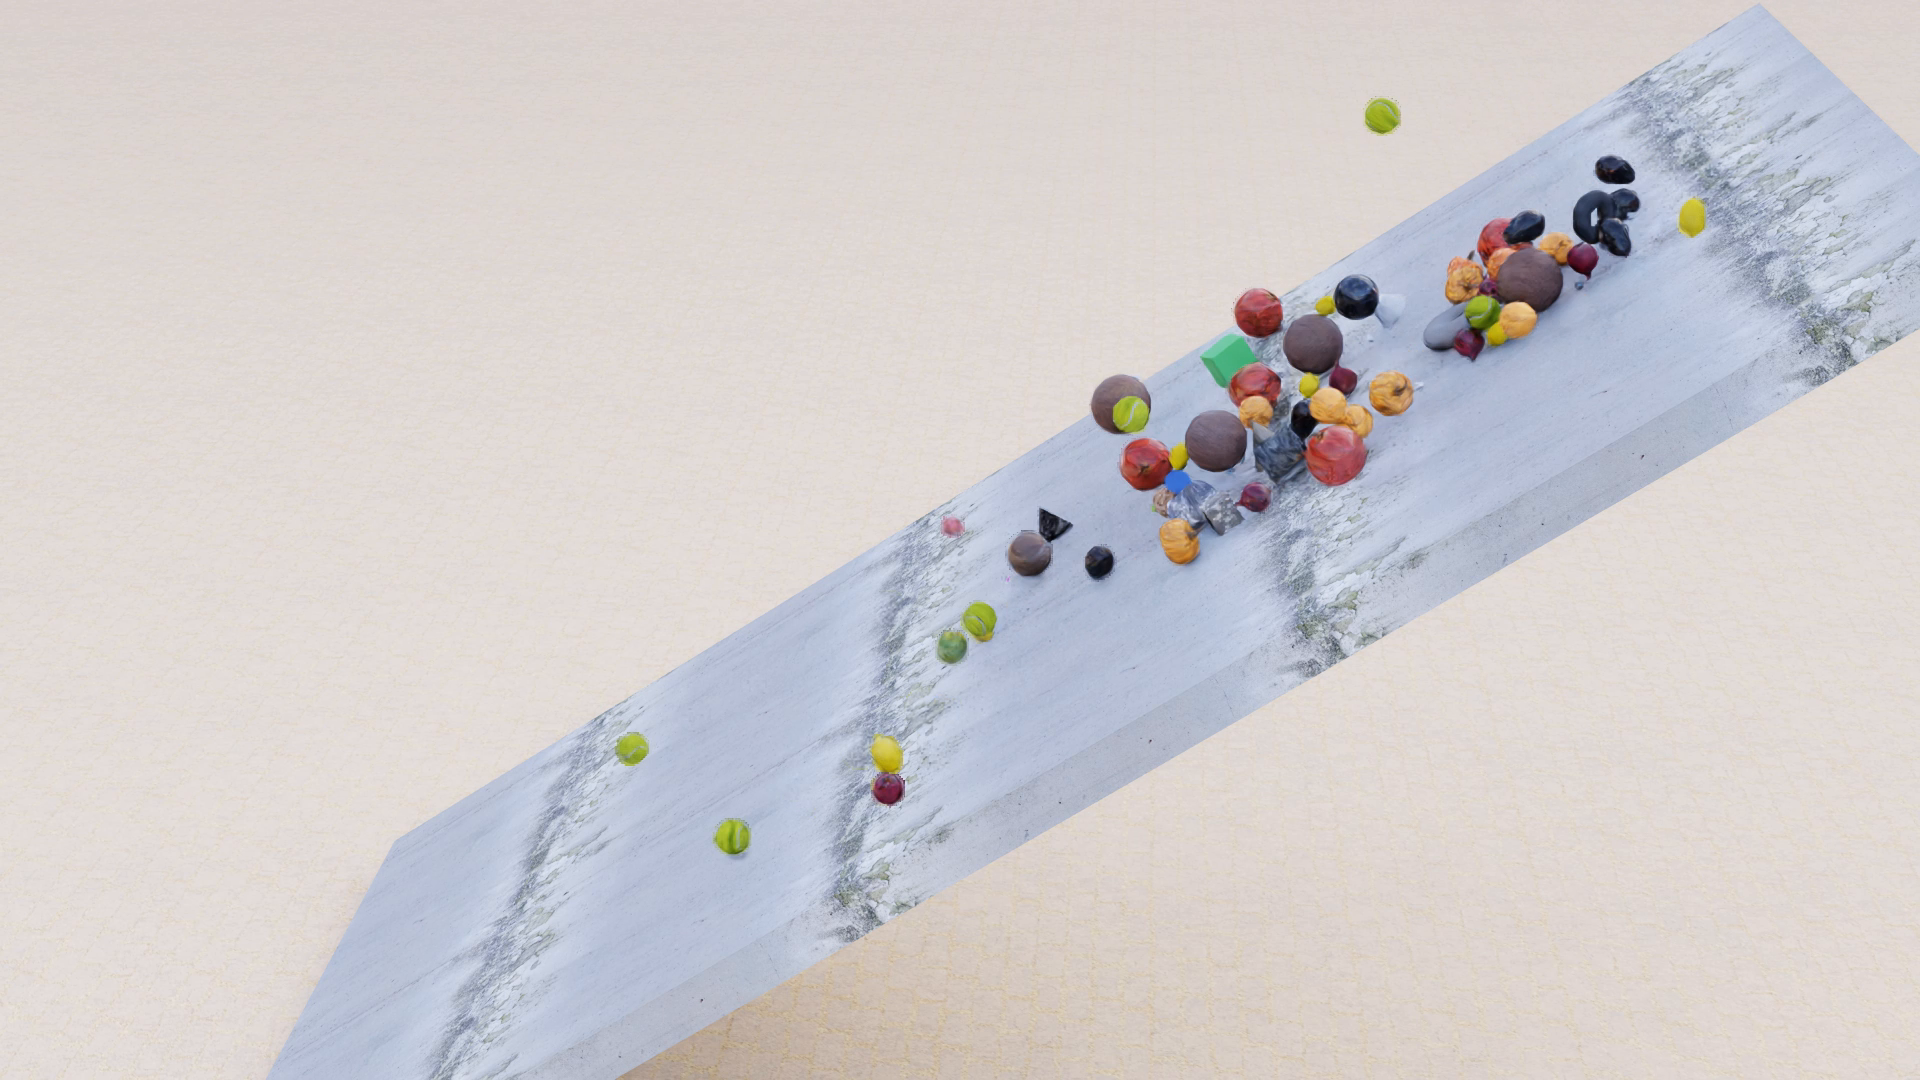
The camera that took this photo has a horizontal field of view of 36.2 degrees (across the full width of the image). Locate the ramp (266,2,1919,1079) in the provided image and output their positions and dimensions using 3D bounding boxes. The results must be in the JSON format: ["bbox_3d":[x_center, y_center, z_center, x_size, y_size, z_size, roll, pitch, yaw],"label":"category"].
[{"bbox_3d":[0.138,0.172,6.299,4.000,0.100,2.000,-31,16,14],"label":"ramp"}]

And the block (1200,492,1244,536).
[{"bbox_3d":[0.521,-0.052,5.854,0.058,0.058,0.058,-35,15,1],"label":"block"}]

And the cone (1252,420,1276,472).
[{"bbox_3d":[0.623,-0.208,6.032,0.096,0.096,0.096,-33,15,10],"label":"cone"}]

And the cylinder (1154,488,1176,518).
[{"bbox_3d":[0.443,-0.083,6.110,0.059,0.059,0.059,-20,2,45],"label":"cylinder"}]

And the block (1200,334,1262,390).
[{"bbox_3d":[0.613,-0.404,6.668,0.087,0.087,0.087,-37,15,-8],"label":"block"}]

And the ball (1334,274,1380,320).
[{"bbox_3d":[0.826,-0.506,6.127,0.096,0.096,0.096,0,21,0],"label":"ball"}]

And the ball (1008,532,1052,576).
[{"bbox_3d":[0.149,0.031,6.326,0.096,0.096,0.096,0,21,0],"label":"ball"}]

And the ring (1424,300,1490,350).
[{"bbox_3d":[1.009,-0.436,5.976,0.146,0.049,0.146,-30,14,8],"label":"ring"}]

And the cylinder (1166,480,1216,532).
[{"bbox_3d":[0.471,-0.069,5.941,0.077,0.077,0.077,26,41,-26],"label":"cylinder"}]

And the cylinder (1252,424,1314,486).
[{"bbox_3d":[0.646,-0.169,5.875,0.091,0.091,0.091,-35,23,3],"label":"cylinder"}]

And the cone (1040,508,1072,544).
[{"bbox_3d":[0.194,-0.015,6.479,0.083,0.083,0.083,26,-1,1],"label":"cone"}]

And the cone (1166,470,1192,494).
[{"bbox_3d":[0.452,-0.132,6.077,0.054,0.054,0.054,2,26,6],"label":"cone"}]

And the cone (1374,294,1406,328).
[{"bbox_3d":[0.900,-0.508,6.320,0.082,0.082,0.082,26,14,-18],"label":"cone"}]

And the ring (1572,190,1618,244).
[{"bbox_3d":[1.267,-0.644,5.869,0.108,0.108,0.036,-12,19,-29],"label":"ring"}]
